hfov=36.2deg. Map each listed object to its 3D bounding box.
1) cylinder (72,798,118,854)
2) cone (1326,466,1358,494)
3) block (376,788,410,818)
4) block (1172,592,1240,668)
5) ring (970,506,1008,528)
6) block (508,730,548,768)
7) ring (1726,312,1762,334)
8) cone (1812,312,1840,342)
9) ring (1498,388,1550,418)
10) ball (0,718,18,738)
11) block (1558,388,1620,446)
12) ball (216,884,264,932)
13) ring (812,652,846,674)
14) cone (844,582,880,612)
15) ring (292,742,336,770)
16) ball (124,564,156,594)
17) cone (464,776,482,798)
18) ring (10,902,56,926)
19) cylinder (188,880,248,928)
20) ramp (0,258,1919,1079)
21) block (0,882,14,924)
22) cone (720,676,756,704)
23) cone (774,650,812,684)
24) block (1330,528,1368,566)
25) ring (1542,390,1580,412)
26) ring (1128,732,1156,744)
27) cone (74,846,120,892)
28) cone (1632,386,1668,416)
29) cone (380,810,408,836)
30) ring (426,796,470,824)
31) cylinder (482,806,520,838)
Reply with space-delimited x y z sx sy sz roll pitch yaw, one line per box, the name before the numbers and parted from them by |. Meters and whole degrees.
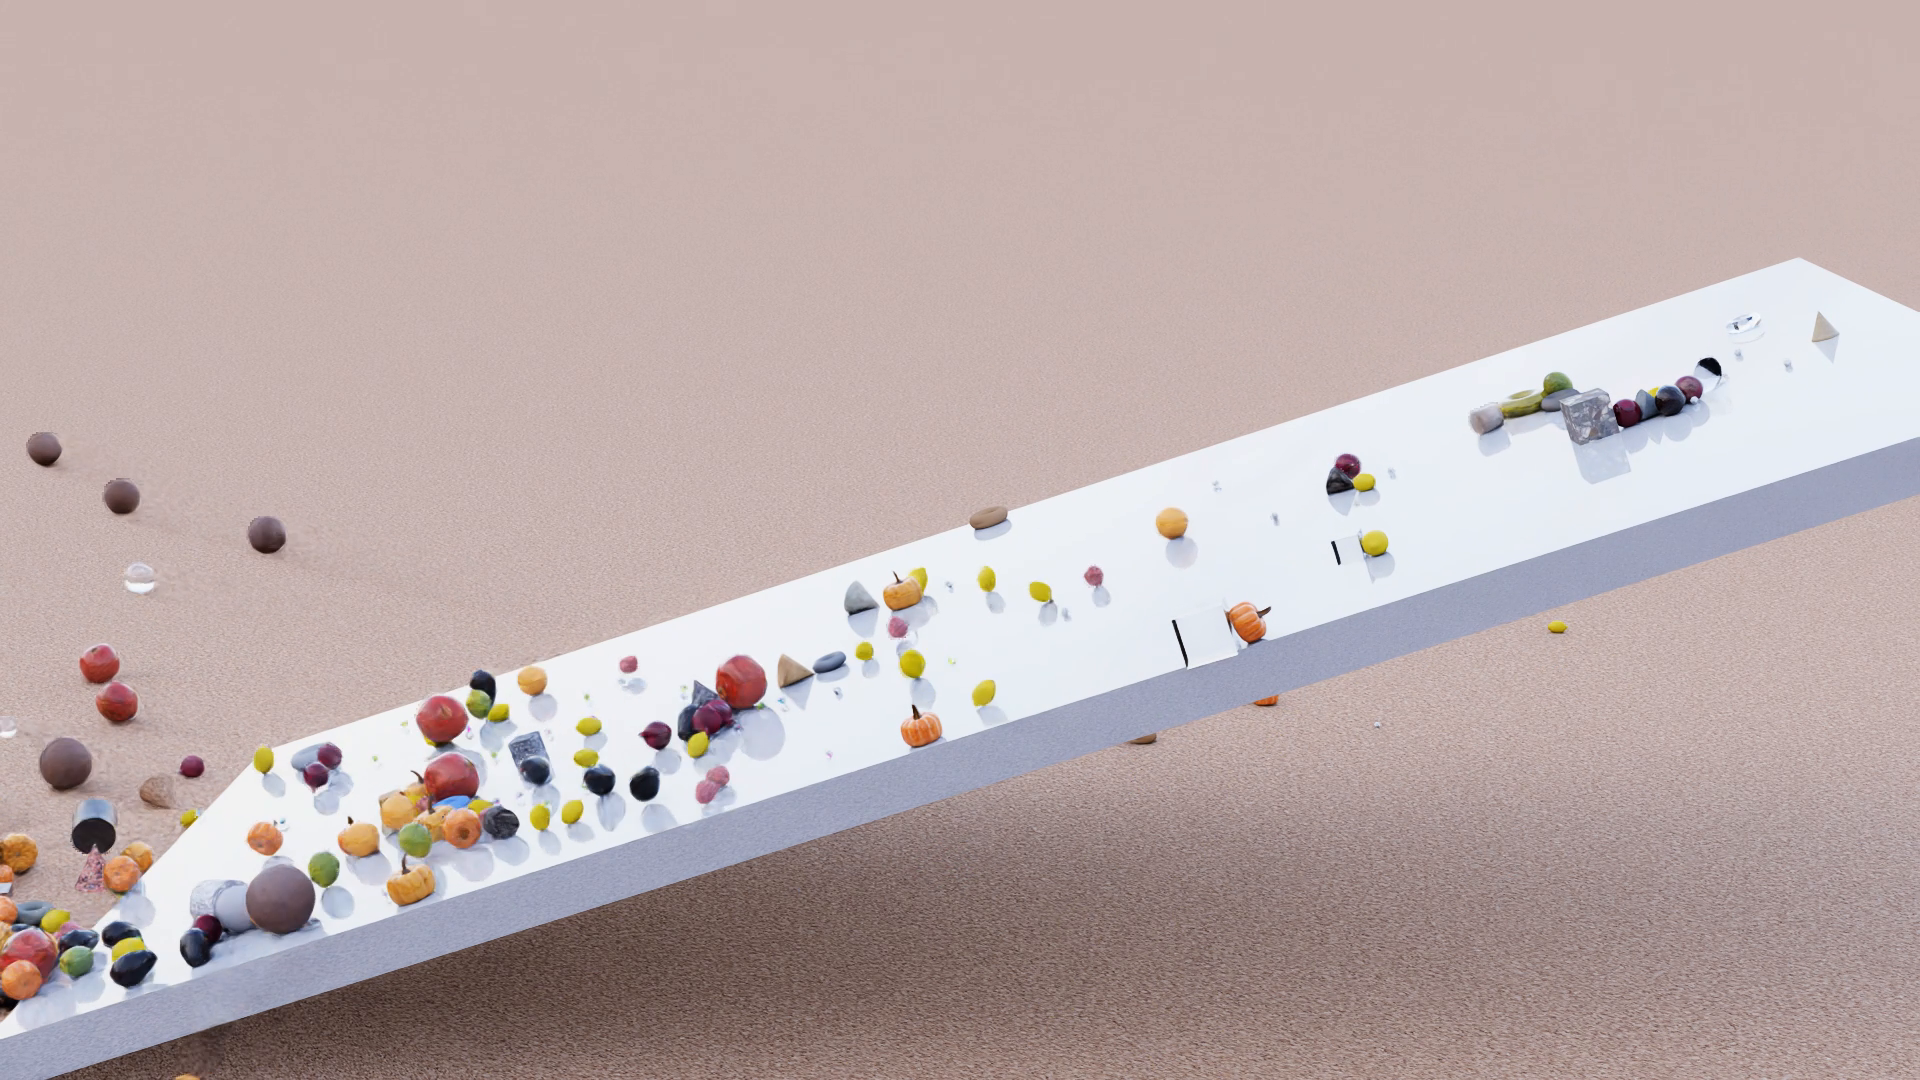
cylinder | -2.000 0.662 6.801 0.096 0.096 0.096 -3 23 -12
cone | 0.818 -0.120 6.250 0.061 0.061 0.061 16 18 23
block | -1.198 0.562 6.218 0.052 0.052 0.052 -22 11 -15
block | 0.442 0.163 5.290 0.095 0.095 0.095 -17 11 11
ring | 0.070 -0.055 7.196 0.098 0.033 0.098 -18 12 4
block | -0.929 0.449 6.319 0.054 0.054 0.054 -16 11 17
ring | 1.729 -0.479 6.492 0.080 0.027 0.080 -22 9 4
cone | 1.800 -0.452 6.143 0.060 0.060 0.060 -18 11 4
ring | 1.228 -0.298 6.412 0.117 0.039 0.117 -17 11 4
ball | -2.573 0.507 7.939 0.056 0.056 0.056 0 12 0
block | 1.276 -0.251 5.966 0.084 0.084 0.084 -19 11 2
ball | -1.396 0.713 5.695 0.090 0.090 0.090 0 12 0
ring | -0.277 0.260 6.230 0.075 0.025 0.075 -22 12 5
cone | -0.213 0.140 6.696 0.076 0.076 0.076 17 18 24
ring | -1.555 0.521 7.081 0.115 0.038 0.115 -17 11 3
ball | -2.687 0.127 9.637 0.099 0.099 0.099 0 12 0
cone | -1.025 0.533 6.199 0.072 0.072 0.072 -1 7 0
ring | -2.047 0.824 6.493 0.097 0.032 0.097 -1 13 0
cylinder | -1.448 0.713 5.772 0.094 0.094 0.094 -11 3 -43
ramp | 0.105 0.181 6.307 4.000 0.100 2.000 -18 11 6
block | -2.132 0.803 6.495 0.071 0.071 0.071 -2 12 -11
cone | -0.460 0.327 6.193 0.067 0.067 0.067 17 17 17
cone | -0.342 0.279 6.218 0.075 0.075 0.075 20 2 -28
block | 0.746 0.013 5.635 0.052 0.052 0.052 -15 11 20
ring | 1.295 -0.301 6.339 0.087 0.029 0.087 -19 11 4
ring | 0.485 0.526 7.915 0.088 0.029 0.088 0 13 0
cone | -1.974 0.742 6.716 0.099 0.099 0.099 0 12 0
cone | 1.412 -0.269 5.971 0.067 0.067 0.067 22 12 -1
cone | -1.165 0.589 6.102 0.053 0.053 0.053 8 4 -39
ring | -1.055 0.555 6.061 0.097 0.032 0.097 -20 10 4
cylinder | -0.896 0.551 5.739 0.057 0.057 0.057 -6 4 -25
